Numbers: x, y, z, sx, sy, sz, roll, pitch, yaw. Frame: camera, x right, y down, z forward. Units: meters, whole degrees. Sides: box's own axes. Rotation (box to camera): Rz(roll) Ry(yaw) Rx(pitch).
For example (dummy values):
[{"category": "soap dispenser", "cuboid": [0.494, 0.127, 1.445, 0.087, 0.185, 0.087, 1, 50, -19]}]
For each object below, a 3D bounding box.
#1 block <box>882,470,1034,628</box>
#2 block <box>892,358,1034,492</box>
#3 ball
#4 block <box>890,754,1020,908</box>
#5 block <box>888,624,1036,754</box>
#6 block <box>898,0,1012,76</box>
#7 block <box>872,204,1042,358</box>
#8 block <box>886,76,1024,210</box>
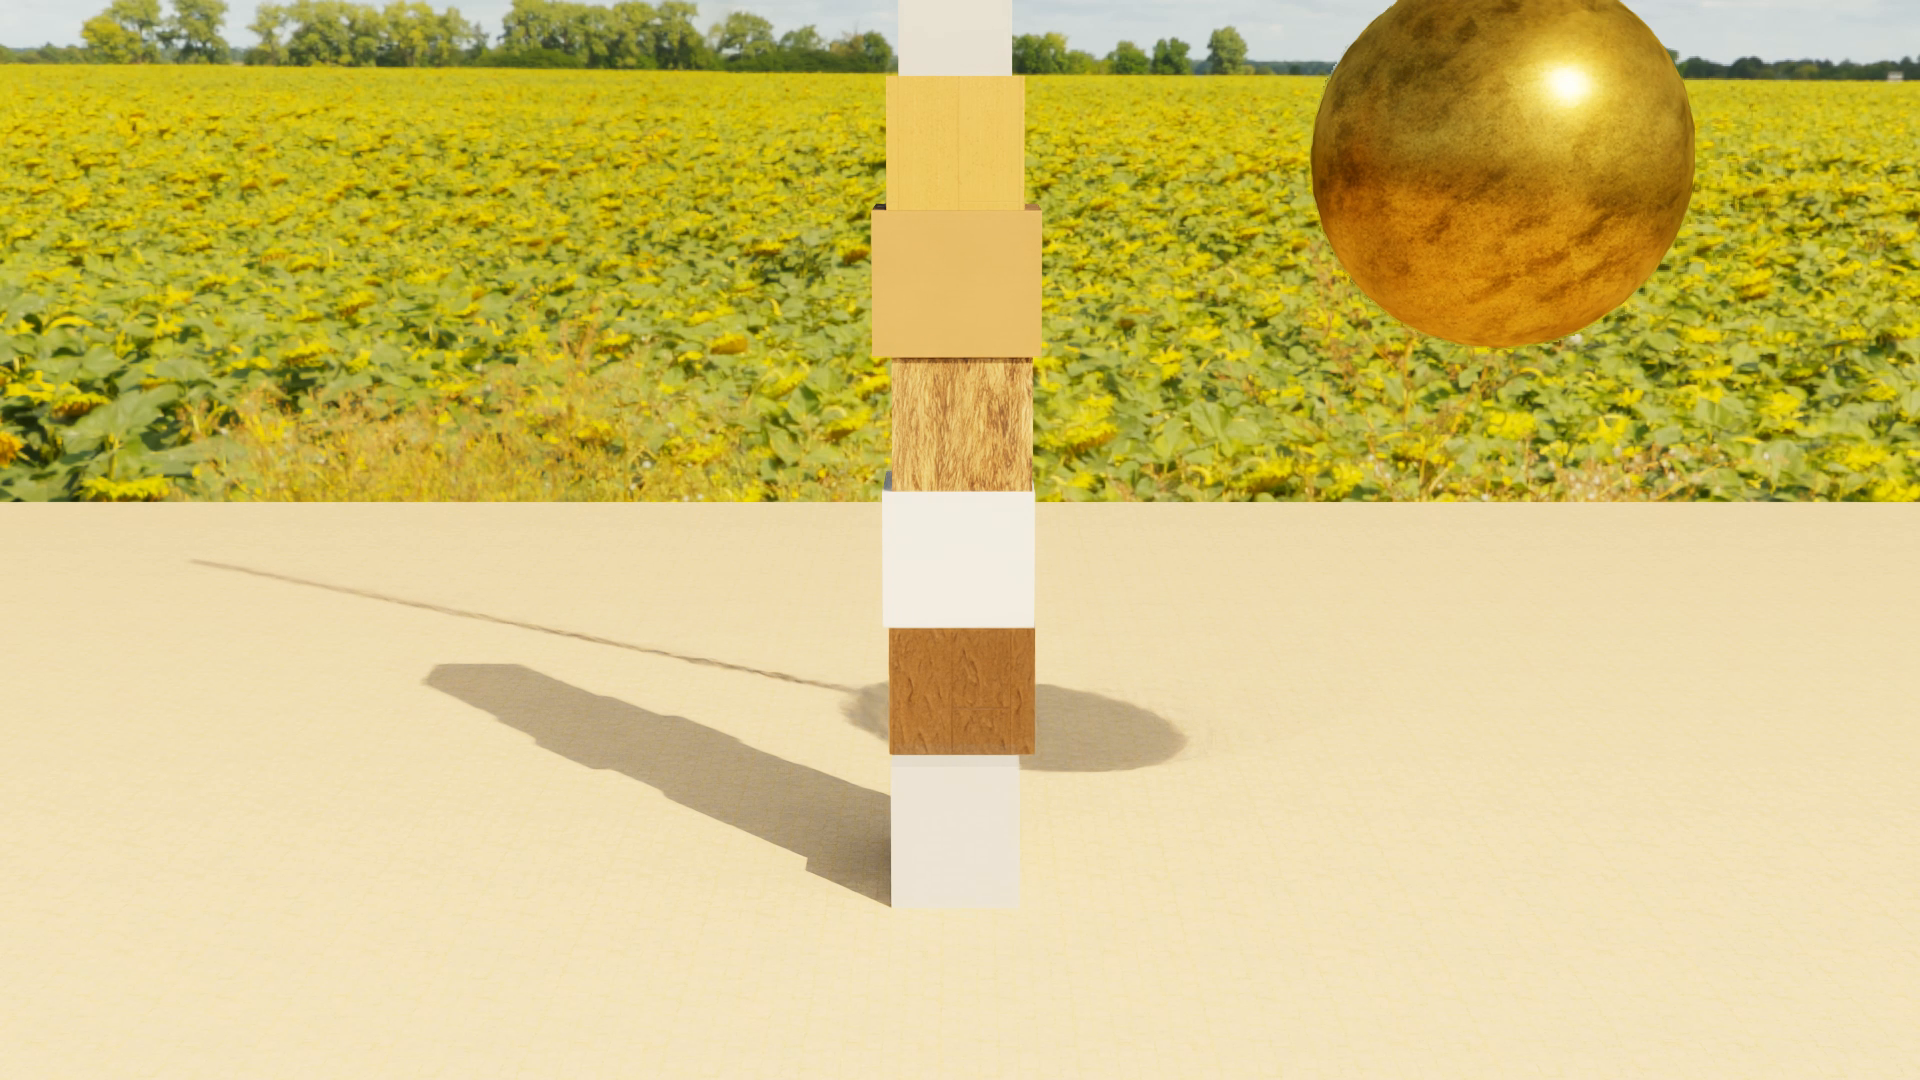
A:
[{"category": "block", "cuboid": [-0.006, 0.032, 11.190, 0.645, 0.581, 0.614, 0, 10, 0]}, {"category": "block", "cuboid": [0.010, -0.537, 11.089, 0.594, 0.574, 0.567, 0, 10, 0]}, {"category": "ball", "cuboid": [2.295, -1.617, 10.886, 1.600, 1.600, 1.600, 0, 10, 0]}, {"category": "block", "cuboid": [-0.020, 1.216, 11.137, 0.544, 0.622, 0.518, 0, 10, 0]}, {"category": "block", "cuboid": [0.009, 0.591, 11.289, 0.625, 0.555, 0.662, 0, 10, 0]}, {"category": "block", "cuboid": [-0.019, -2.226, 10.790, 0.466, 0.541, 0.540, 0, 10, 0]}, {"category": "block", "cuboid": [-0.014, -1.120, 10.986, 0.707, 0.609, 0.619, 0, 10, 0]}, {"category": "block", "cuboid": [-0.019, -1.690, 10.885, 0.572, 0.549, 0.561, 0, 10, 0]}]
